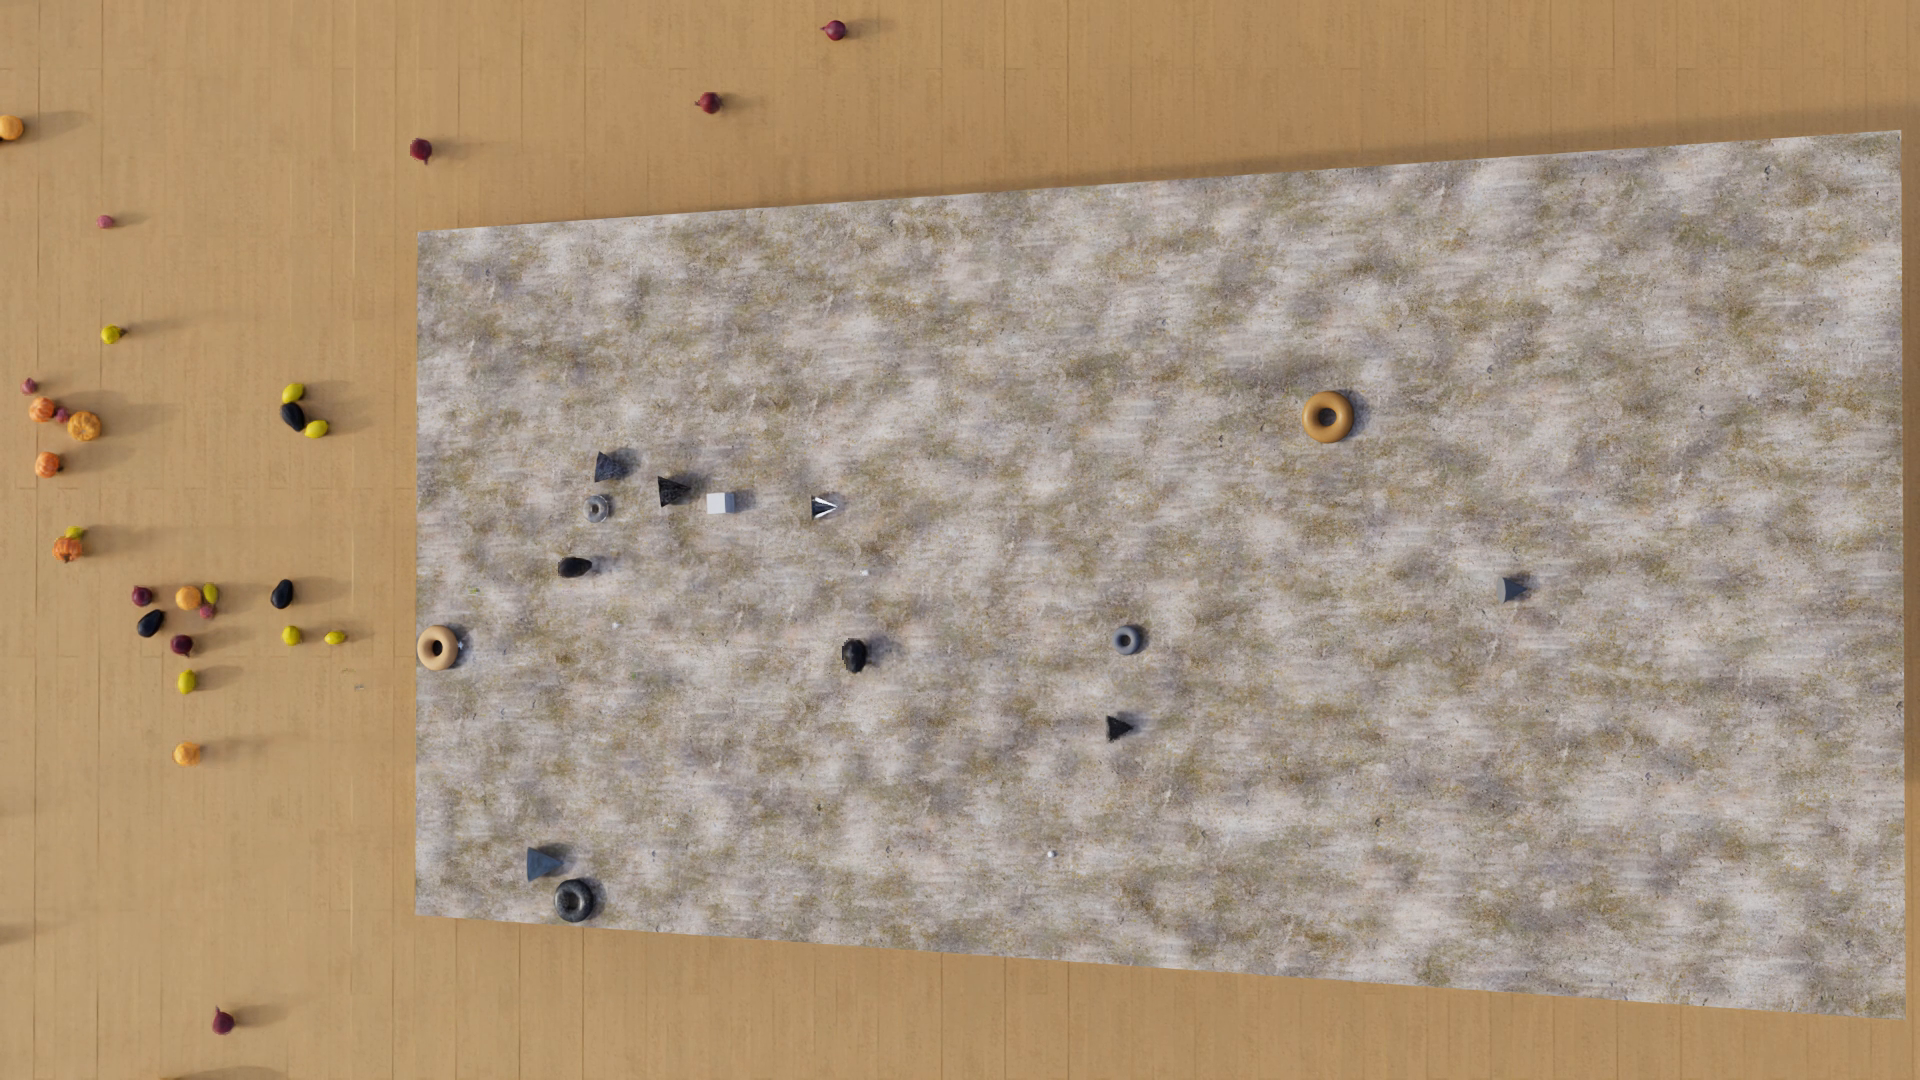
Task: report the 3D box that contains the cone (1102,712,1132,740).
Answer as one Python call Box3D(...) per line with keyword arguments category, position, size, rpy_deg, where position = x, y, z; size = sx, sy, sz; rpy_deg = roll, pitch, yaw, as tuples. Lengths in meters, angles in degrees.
Box3D(category="cone", position=(0.410, 0.478, 5.606), size=(0.071, 0.071, 0.071), rpy_deg=(7, 89, -21))

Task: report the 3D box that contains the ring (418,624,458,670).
Box3D(category="ring", position=(-1.514, 0.313, 6.377), size=(0.134, 0.045, 0.134), rpy_deg=(-1, 88, 23))

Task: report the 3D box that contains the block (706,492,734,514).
Box3D(category="block", position=(-0.656, -0.100, 6.031), size=(0.055, 0.055, 0.055), rpy_deg=(-3, 88, 22))

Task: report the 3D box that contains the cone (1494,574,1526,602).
Box3D(category="cone", position=(1.322, 0.118, 5.244), size=(0.067, 0.067, 0.067), rpy_deg=(5, 89, -16))

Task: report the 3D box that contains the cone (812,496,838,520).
Box3D(category="cone", position=(-0.364, -0.087, 5.925), size=(0.072, 0.072, 0.072), rpy_deg=(-2, 89, -5))

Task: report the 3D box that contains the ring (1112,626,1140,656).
Box3D(category="ring", position=(0.424, 0.256, 5.607), size=(0.077, 0.026, 0.077), rpy_deg=(-1, 89, 23))

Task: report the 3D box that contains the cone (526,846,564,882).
Box3D(category="cone", position=(-1.172, 0.917, 6.231), size=(0.100, 0.100, 0.100), rpy_deg=(-1, 89, -5))

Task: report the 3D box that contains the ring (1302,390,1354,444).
Box3D(category="ring", position=(0.905, -0.302, 5.410), size=(0.130, 0.043, 0.130), rpy_deg=(0, 90, 21))

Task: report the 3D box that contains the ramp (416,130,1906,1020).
Box3D(category="ramp", position=(0.283, 0.087, 5.733), size=(4.000, 0.100, 2.000), rpy_deg=(0, 89, 22))

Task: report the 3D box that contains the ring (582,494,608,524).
Box3D(category="ring", position=(-1.028, -0.087, 6.196), size=(0.080, 0.027, 0.080), rpy_deg=(0, 90, 21))

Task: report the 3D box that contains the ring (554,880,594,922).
Box3D(category="ring", position=(-1.090, 1.017, 6.199), size=(0.123, 0.041, 0.123), rpy_deg=(0, 90, 21))
